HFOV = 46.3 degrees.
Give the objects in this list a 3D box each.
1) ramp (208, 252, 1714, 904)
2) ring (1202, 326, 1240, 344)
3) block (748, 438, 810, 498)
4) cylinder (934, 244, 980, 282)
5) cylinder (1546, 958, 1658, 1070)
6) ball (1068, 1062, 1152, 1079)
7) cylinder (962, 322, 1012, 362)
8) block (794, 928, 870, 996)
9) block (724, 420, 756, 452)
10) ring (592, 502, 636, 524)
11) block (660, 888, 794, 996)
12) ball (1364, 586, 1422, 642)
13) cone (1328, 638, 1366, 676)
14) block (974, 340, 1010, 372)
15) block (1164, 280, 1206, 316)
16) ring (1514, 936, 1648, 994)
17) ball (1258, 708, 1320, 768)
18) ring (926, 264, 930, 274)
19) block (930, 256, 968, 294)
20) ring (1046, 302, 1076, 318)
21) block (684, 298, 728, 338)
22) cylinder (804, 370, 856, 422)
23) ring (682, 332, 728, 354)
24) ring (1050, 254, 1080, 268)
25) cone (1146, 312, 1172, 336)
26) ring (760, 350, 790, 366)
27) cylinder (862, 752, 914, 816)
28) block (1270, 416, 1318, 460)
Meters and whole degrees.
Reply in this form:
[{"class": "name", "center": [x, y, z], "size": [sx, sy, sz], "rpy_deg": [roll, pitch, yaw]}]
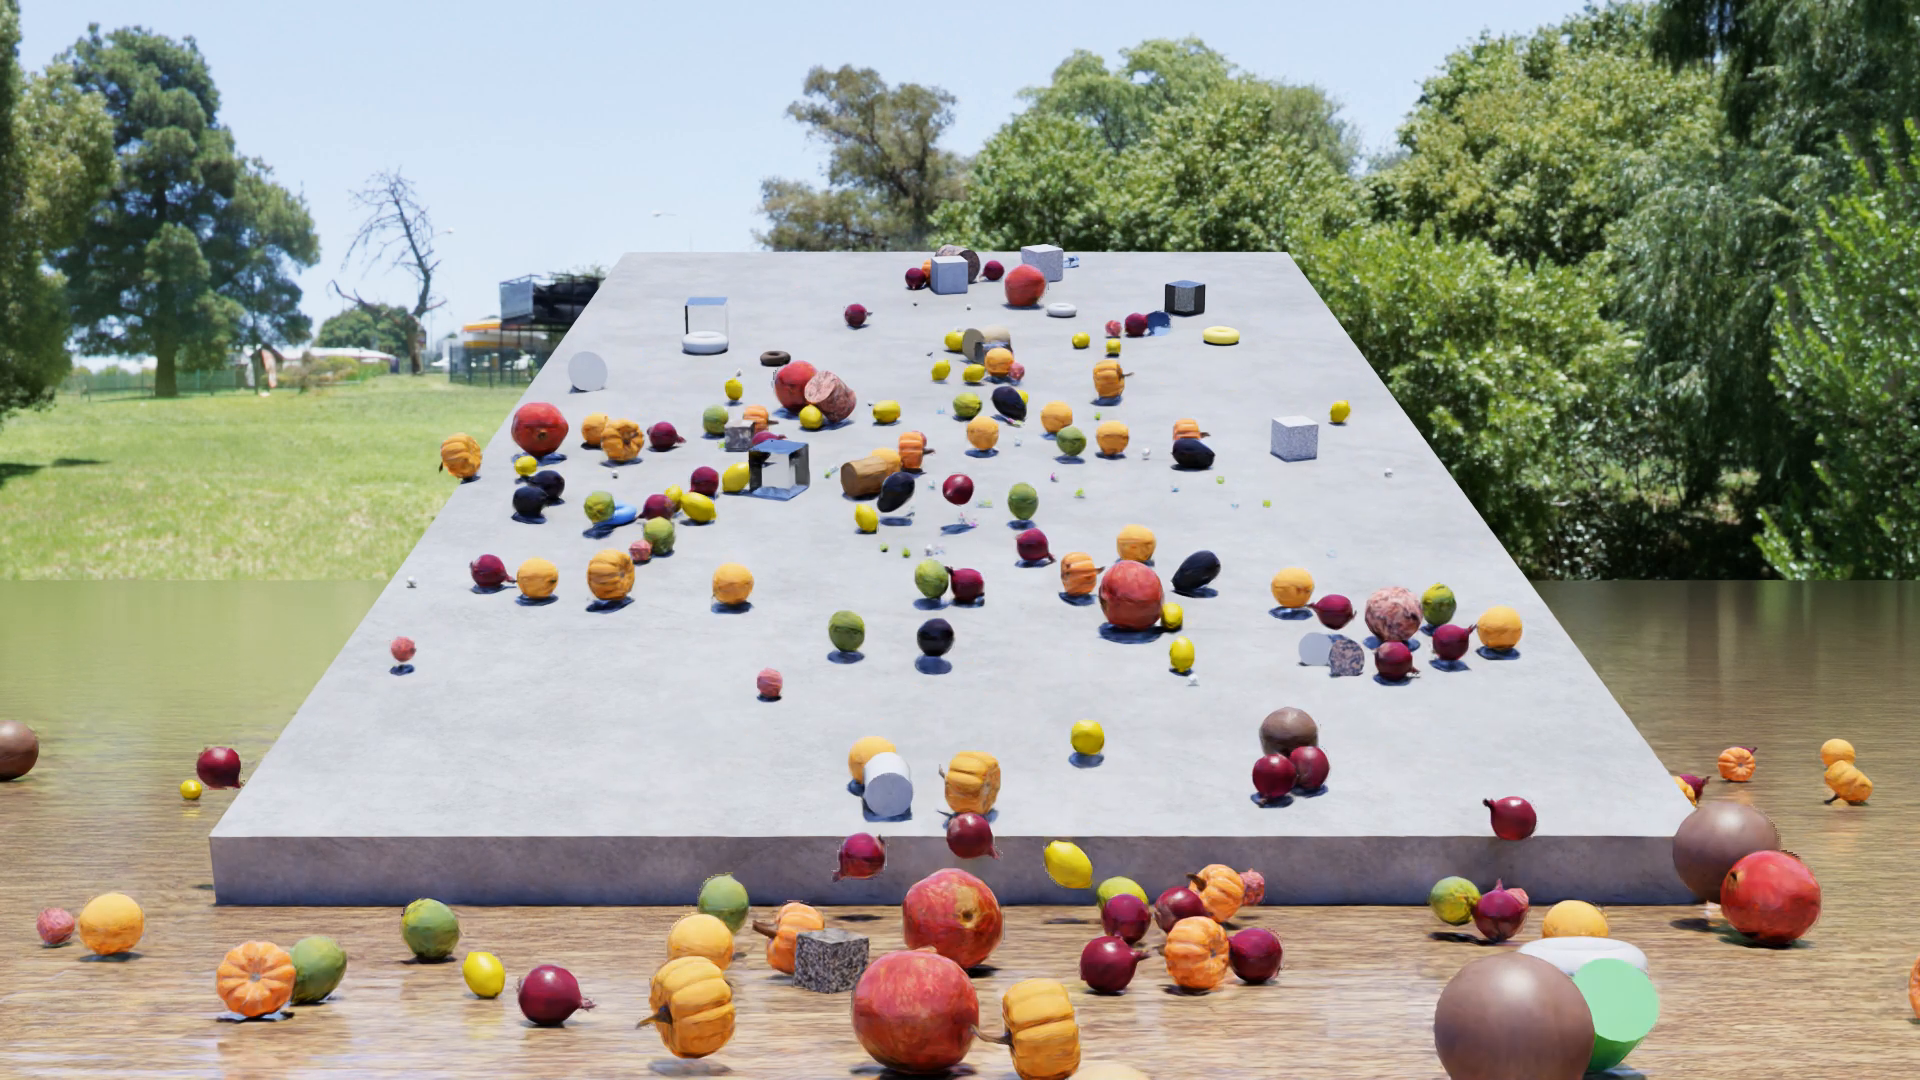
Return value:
[{"class": "ramp", "center": [-0.004, -0.191, 4.891], "size": [2.000, 0.100, 4.000], "rpy_deg": [0, 18, 0]}, {"class": "ring", "center": [0.660, -0.516, 5.664], "size": [0.094, 0.031, 0.094], "rpy_deg": [1, 19, 0]}, {"class": "block", "center": [-0.358, -0.143, 4.445], "size": [0.089, 0.089, 0.089], "rpy_deg": [8, 20, 22]}, {"class": "cylinder", "center": [-0.009, -0.783, 6.360], "size": [0.096, 0.096, 0.096], "rpy_deg": [1, 15, -37]}, {"class": "cylinder", "center": [0.567, 0.420, 1.984], "size": [0.077, 0.077, 0.077], "rpy_deg": [0, -32, -4]}, {"class": "ball", "center": [0.109, 0.423, 1.622], "size": [0.089, 0.089, 0.089], "rpy_deg": [0, -1, 0]}, {"class": "cylinder", "center": [0.064, -0.482, 5.473], "size": [0.085, 0.085, 0.085], "rpy_deg": [-18, 11, -43]}, {"class": "block", "center": [-0.137, 0.449, 2.391], "size": [0.055, 0.055, 0.055], "rpy_deg": [6, 3, 44]}, {"class": "block", "center": [-0.465, -0.221, 4.738], "size": [0.053, 0.053, 0.053], "rpy_deg": [2, 18, 5]}, {"class": "ring", "center": [-0.658, -0.051, 4.266], "size": [0.084, 0.028, 0.084], "rpy_deg": [-1, 19, 0]}, {"class": "block", "center": [-0.247, 0.434, 2.390], "size": [0.087, 0.087, 0.087], "rpy_deg": [-6, 36, 31]}, {"class": "ball", "center": [0.706, 0.120, 3.652], "size": [0.093, 0.093, 0.093], "rpy_deg": [0, -1, 0]}, {"class": "cone", "center": [0.602, 0.189, 3.549], "size": [0.060, 0.060, 0.060], "rpy_deg": [0, -9, -11]}, {"class": "block", "center": [0.079, -0.442, 5.392], "size": [0.061, 0.061, 0.061], "rpy_deg": [-13, 23, -35]}, {"class": "block", "center": [0.600, -0.645, 5.979], "size": [0.076, 0.076, 0.076], "rpy_deg": [-17, 25, -41]}, {"class": "ring", "center": [0.664, 0.456, 2.399], "size": [0.140, 0.047, 0.140], "rpy_deg": [-1, -1, 0]}, {"class": "ball", "center": [0.467, 0.280, 3.182], "size": [0.086, 0.086, 0.086], "rpy_deg": [0, -1, 0]}, {"class": "ring", "center": [-0.053, -0.780, 6.456], "size": [0.093, 0.031, 0.093], "rpy_deg": [0, 17, 0]}, {"class": "block", "center": [-0.030, -0.739, 6.245], "size": [0.085, 0.085, 0.085], "rpy_deg": [-5, 19, -14]}, {"class": "ring", "center": [0.270, -0.610, 5.951], "size": [0.081, 0.027, 0.081], "rpy_deg": [1, 19, 0]}, {"class": "block", "center": [-0.639, -0.554, 5.667], "size": [0.098, 0.098, 0.098], "rpy_deg": [0, 18, 0]}, {"class": "cylinder", "center": [-0.284, -0.316, 4.923], "size": [0.083, 0.083, 0.083], "rpy_deg": [-1, -27, 37]}, {"class": "ring", "center": [-0.632, -0.490, 5.569], "size": [0.117, 0.039, 0.117], "rpy_deg": [1, 18, 0]}, {"class": "ring", "center": [0.308, -0.820, 6.579], "size": [0.087, 0.029, 0.087], "rpy_deg": [1, 18, 0]}, {"class": "cone", "center": [0.500, -0.547, 5.756], "size": [0.067, 0.067, 0.067], "rpy_deg": [0, -9, -14]}, {"class": "ring", "center": [-0.448, -0.441, 5.443], "size": [0.075, 0.025, 0.075], "rpy_deg": [0, 20, 0]}, {"class": "cylinder", "center": [-0.098, 0.333, 3.053], "size": [0.066, 0.066, 0.066], "rpy_deg": [0, 18, -5]}, {"class": "block", "center": [0.700, -0.214, 4.692], "size": [0.072, 0.072, 0.072], "rpy_deg": [-6, 19, -18]}]
